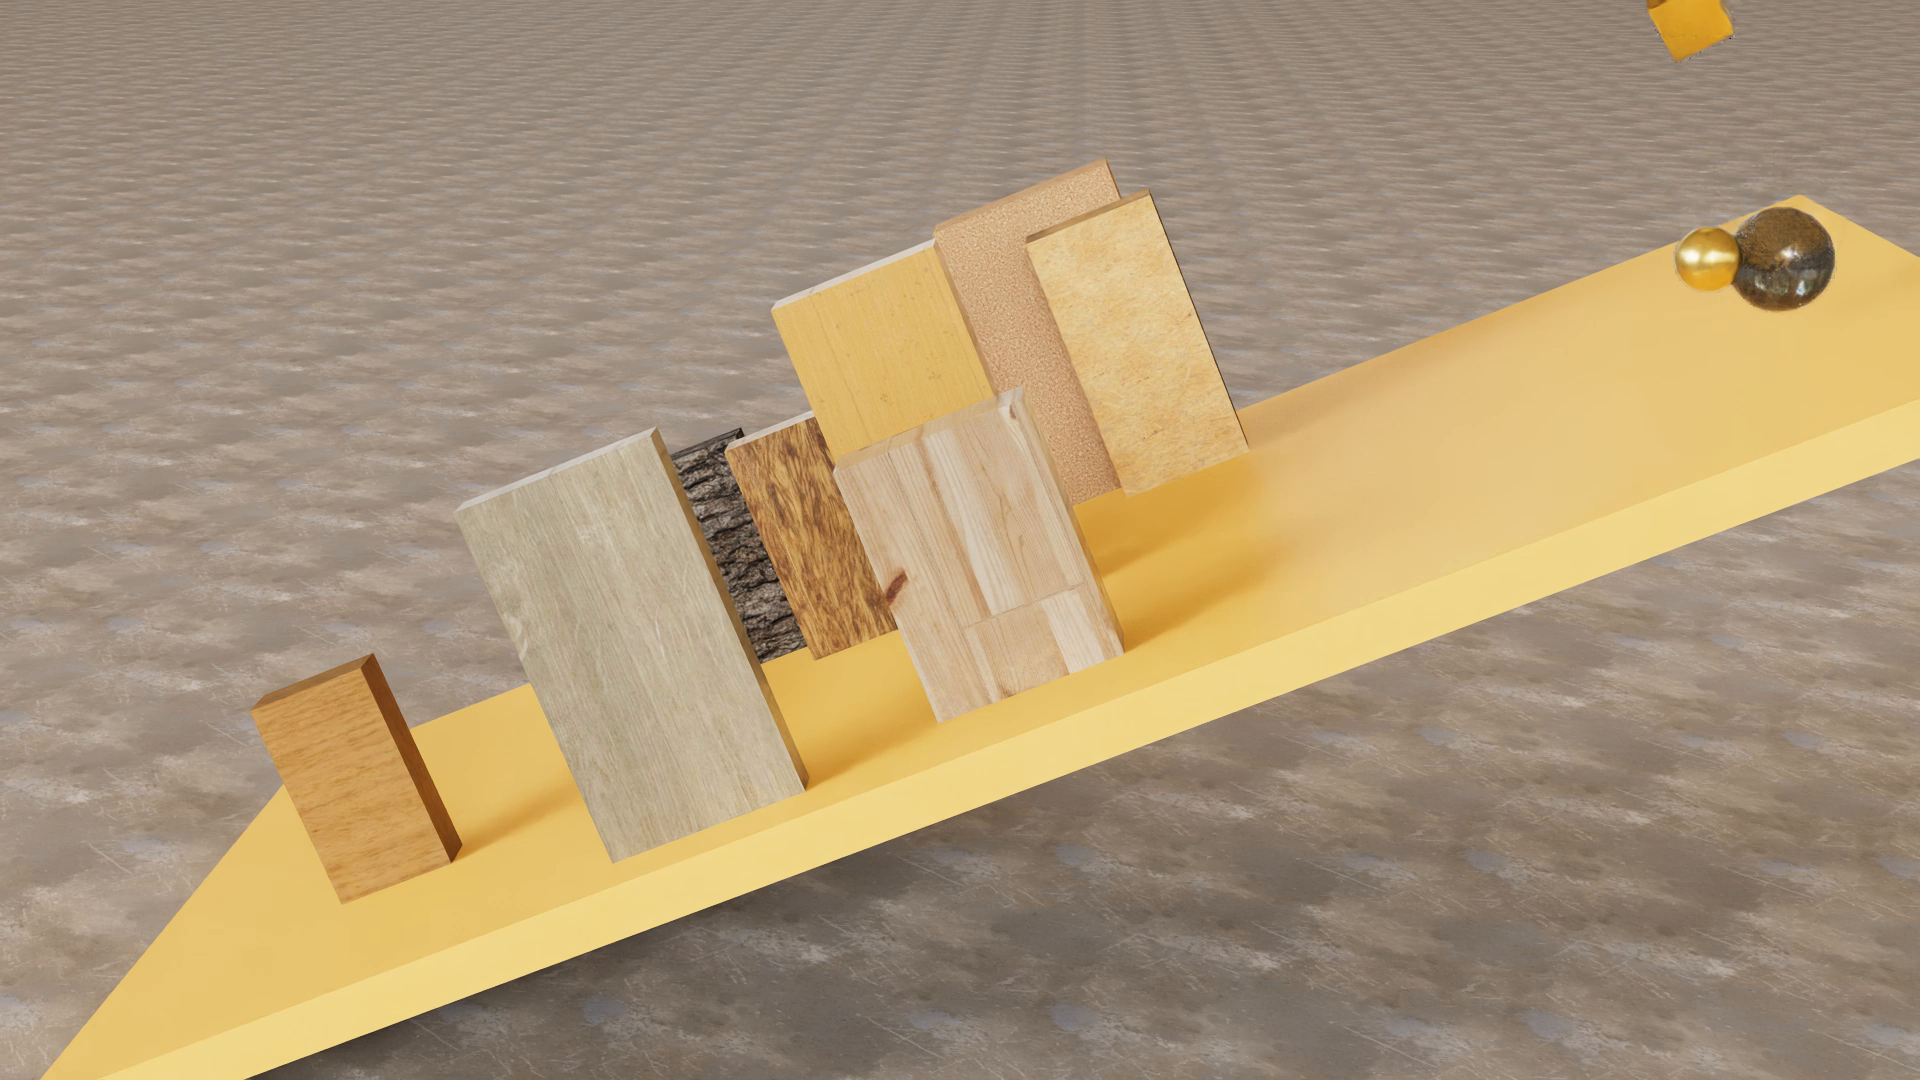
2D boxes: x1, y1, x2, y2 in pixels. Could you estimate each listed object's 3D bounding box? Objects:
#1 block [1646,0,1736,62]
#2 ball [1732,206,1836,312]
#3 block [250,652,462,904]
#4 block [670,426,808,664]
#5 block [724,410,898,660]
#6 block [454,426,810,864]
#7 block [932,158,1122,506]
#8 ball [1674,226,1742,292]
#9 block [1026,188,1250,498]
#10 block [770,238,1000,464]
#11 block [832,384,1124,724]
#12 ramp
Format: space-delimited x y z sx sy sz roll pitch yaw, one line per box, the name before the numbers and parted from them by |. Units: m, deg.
block | 1.472 -1.073 5.942 0.128 0.128 0.128 -25 27 23
ball | 1.613 -0.551 5.781 0.207 0.207 0.207 0 14 0
block | -1.239 0.491 6.048 0.250 0.448 0.113 -21 12 7
block | -0.549 0.043 6.621 0.322 0.502 0.107 -21 12 7
block | -0.214 -0.050 6.415 0.429 0.504 0.094 -21 12 7
block | -0.608 0.201 5.492 0.396 0.731 0.086 -21 12 7
block | 0.272 -0.474 6.872 0.428 0.716 0.145 -21 12 7
ball | 1.444 -0.542 5.673 0.127 0.127 0.127 0 14 0
block | 0.407 -0.450 6.732 0.300 0.630 0.137 -21 12 7
block | -0.073 -0.196 6.138 0.359 0.778 0.124 -21 12 7
block | 0.040 0.027 5.577 0.378 0.523 0.147 -21 12 7
ramp | 0.124 0.173 6.290 4.000 0.100 2.000 -21 12 7
